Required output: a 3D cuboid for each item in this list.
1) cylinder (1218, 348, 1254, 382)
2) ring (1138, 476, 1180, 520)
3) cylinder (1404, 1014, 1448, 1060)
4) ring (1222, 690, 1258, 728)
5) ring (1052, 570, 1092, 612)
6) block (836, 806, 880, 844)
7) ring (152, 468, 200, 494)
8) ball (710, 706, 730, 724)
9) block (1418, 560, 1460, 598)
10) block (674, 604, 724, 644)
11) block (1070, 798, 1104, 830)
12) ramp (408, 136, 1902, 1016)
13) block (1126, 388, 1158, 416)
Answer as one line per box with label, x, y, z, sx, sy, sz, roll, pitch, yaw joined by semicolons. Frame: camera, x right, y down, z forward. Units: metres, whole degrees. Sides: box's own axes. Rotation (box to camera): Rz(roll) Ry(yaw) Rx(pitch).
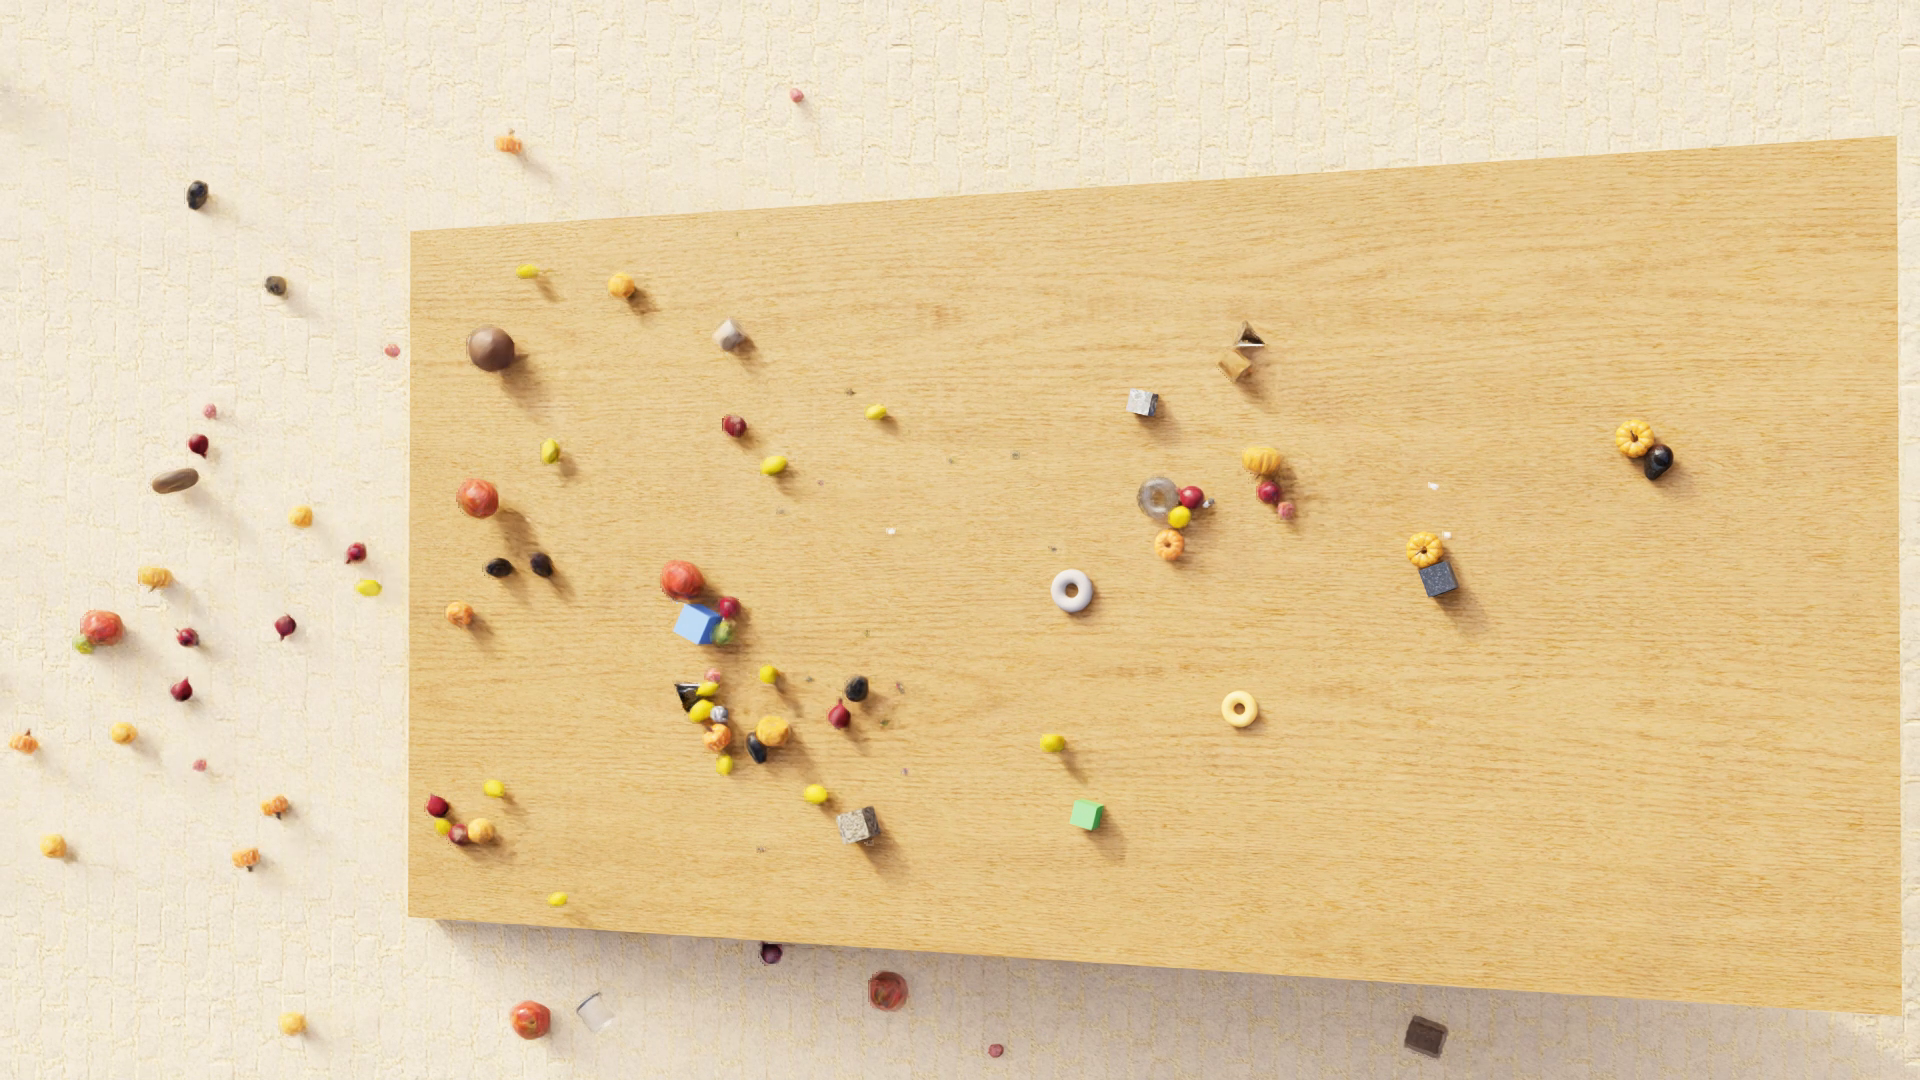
cylinder;0.692;-0.439;5.515;0.062;0.062;0.062;-43;75;-1
ring;0.504;-0.107;5.596;0.111;0.037;0.111;0;90;22
cylinder;1.347;1.435;6.350;0.099;0.099;0.099;17;89;23
ring;0.702;0.424;5.518;0.092;0.031;0.092;0;91;21
ring;0.289;0.131;5.674;0.112;0.037;0.112;0;90;20
block;-0.271;0.759;5.856;0.079;0.079;0.079;-18;83;20
ring;-2.295;-0.173;6.433;0.137;0.137;0.046;-18;86;0
ball;-0.658;0.477;6.021;0.050;0.050;0.050;0;89;0
block;1.160;0.095;5.327;0.069;0.069;0.069;-22;82;19
block;-0.717;0.230;6.029;0.084;0.084;0.084;27;99;19
block;0.325;0.703;5.640;0.061;0.061;0.061;15;95;20
ramp;0.282;0.088;5.751;4.000;0.100;2.000;0;89;21
block;0.465;-0.350;5.602;0.058;0.058;0.058;14;94;20
